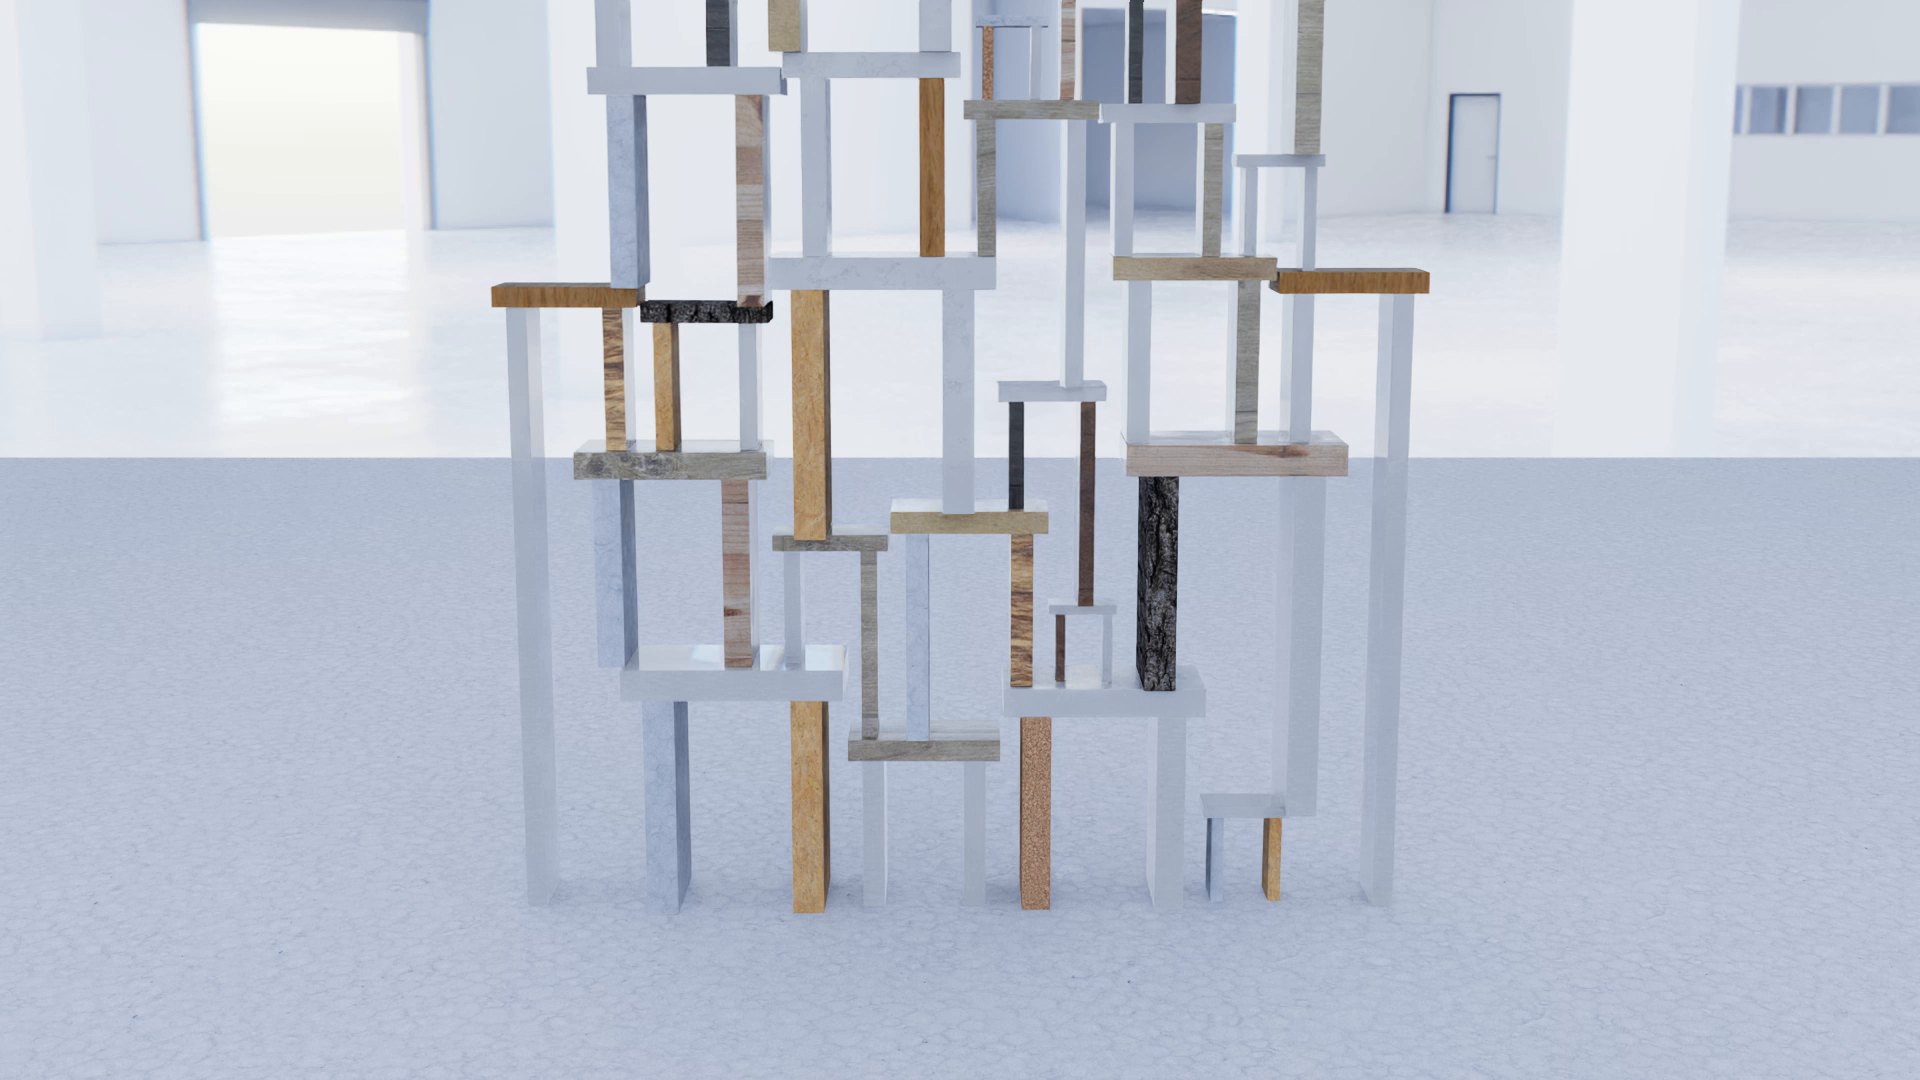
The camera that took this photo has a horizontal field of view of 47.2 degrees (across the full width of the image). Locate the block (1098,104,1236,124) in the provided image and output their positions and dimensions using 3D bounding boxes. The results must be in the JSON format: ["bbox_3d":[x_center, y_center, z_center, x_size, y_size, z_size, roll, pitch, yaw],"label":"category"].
[{"bbox_3d":[0.322,-0.666,3.432,0.205,0.029,0.103,0,11,0],"label":"block"}]

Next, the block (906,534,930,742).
[{"bbox_3d":[-0.069,0.146,3.585,0.036,0.340,0.126,0,11,0],"label":"block"}]

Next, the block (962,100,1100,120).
[{"bbox_3d":[0.110,-0.671,3.430,0.209,0.030,0.104,0,11,0],"label":"block"}]

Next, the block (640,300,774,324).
[{"bbox_3d":[-0.401,-0.363,3.496,0.201,0.028,0.100,0,10,0],"label":"block"}]

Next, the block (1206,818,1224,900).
[{"bbox_3d":[0.424,0.520,3.657,0.020,0.142,0.071,0,11,0],"label":"block"}]

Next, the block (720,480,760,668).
[{"bbox_3d":[-0.355,0.041,3.571,0.043,0.304,0.152,0,11,0],"label":"block"}]

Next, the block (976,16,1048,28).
[{"bbox_3d":[0.081,-0.803,3.407,0.112,0.016,0.056,0,11,0],"label":"block"}]

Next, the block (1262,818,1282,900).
[{"bbox_3d":[0.518,0.520,3.657,0.020,0.142,0.071,0,11,0],"label":"block"}]

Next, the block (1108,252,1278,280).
[{"bbox_3d":[0.365,-0.432,3.476,0.255,0.036,0.127,0,11,0],"label":"block"}]

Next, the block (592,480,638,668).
[{"bbox_3d":[-0.559,0.041,3.571,0.043,0.304,0.152,0,11,0],"label":"block"}]

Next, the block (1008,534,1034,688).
[{"bbox_3d":[0.099,0.102,3.577,0.036,0.251,0.126,0,11,0],"label":"block"}]

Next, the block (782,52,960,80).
[{"bbox_3d":[-0.135,-0.737,3.417,0.272,0.039,0.136,0,11,0],"label":"block"}]

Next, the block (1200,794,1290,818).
[{"bbox_3d":[0.471,0.440,3.642,0.142,0.020,0.071,0,11,0],"label":"block"}]

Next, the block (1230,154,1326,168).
[{"bbox_3d":[0.498,-0.594,3.443,0.138,0.020,0.069,0,11,-1],"label":"block"}]

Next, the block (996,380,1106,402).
[{"bbox_3d":[0.145,-0.238,3.520,0.172,0.024,0.086,0,10,-2],"label":"block"}]

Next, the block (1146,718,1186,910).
[{"bbox_3d":[0.341,0.430,3.643,0.046,0.325,0.162,0,11,0],"label":"block"}]

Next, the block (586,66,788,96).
[{"bbox_3d":[-0.422,-0.714,3.425,0.294,0.042,0.147,0,10,0],"label":"block"}]

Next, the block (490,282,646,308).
[{"bbox_3d":[-0.620,-0.389,3.491,0.226,0.032,0.113,0,10,0],"label":"block"}]

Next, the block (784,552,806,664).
[{"bbox_3d":[-0.269,0.100,3.578,0.026,0.185,0.092,0,11,0],"label":"block"}]

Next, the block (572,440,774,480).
[{"bbox_3d":[-0.457,-0.130,3.539,0.304,0.043,0.152,0,11,0],"label":"block"}]

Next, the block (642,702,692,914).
[{"bbox_3d":[-0.483,0.416,3.632,0.050,0.356,0.178,0,11,0],"label":"block"}]

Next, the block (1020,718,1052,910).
[{"bbox_3d":[0.124,0.430,3.643,0.046,0.325,0.162,0,11,0],"label":"block"}]

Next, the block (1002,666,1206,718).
[{"bbox_3d":[0.232,0.247,3.609,0.325,0.046,0.162,0,11,0],"label":"block"}]

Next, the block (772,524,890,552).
[{"bbox_3d":[-0.207,-0.003,3.558,0.185,0.026,0.092,0,11,0],"label":"block"}]

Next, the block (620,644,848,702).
[{"bbox_3d":[-0.364,0.217,3.595,0.356,0.050,0.178,0,11,0],"label":"block"}]

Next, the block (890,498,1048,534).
[{"bbox_3d":[0.015,-0.039,3.550,0.251,0.036,0.126,0,11,0],"label":"block"}]

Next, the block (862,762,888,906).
[{"bbox_3d":[-0.140,0.469,3.648,0.035,0.247,0.123,0,11,0],"label":"block"}]

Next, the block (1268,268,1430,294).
[{"bbox_3d":[0.614,-0.411,3.482,0.234,0.033,0.117,0,11,0],"label":"block"}]

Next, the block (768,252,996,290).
[{"bbox_3d":[-0.120,-0.427,3.481,0.352,0.050,0.176,0,11,0],"label":"block"}]

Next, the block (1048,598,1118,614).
[{"bbox_3d":[0.199,0.108,3.584,0.111,0.016,0.055,0,11,0],"label":"block"}]

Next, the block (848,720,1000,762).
[{"bbox_3d":[-0.058,0.330,3.622,0.247,0.035,0.123,0,11,0],"label":"block"}]

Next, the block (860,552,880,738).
[{"bbox_3d":[-0.146,0.161,3.589,0.026,0.309,0.092,0,11,0],"label":"block"}]

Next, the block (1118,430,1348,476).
[{"bbox_3d":[0.435,-0.140,3.530,0.347,0.049,0.174,0,11,0],"label":"block"}]

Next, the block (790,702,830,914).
[{"bbox_3d":[-0.246,0.416,3.632,0.050,0.356,0.178,0,11,0],"label":"block"}]

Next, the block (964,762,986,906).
[{"bbox_3d":[0.024,0.469,3.648,0.035,0.247,0.123,0,11,0],"label":"block"}]
